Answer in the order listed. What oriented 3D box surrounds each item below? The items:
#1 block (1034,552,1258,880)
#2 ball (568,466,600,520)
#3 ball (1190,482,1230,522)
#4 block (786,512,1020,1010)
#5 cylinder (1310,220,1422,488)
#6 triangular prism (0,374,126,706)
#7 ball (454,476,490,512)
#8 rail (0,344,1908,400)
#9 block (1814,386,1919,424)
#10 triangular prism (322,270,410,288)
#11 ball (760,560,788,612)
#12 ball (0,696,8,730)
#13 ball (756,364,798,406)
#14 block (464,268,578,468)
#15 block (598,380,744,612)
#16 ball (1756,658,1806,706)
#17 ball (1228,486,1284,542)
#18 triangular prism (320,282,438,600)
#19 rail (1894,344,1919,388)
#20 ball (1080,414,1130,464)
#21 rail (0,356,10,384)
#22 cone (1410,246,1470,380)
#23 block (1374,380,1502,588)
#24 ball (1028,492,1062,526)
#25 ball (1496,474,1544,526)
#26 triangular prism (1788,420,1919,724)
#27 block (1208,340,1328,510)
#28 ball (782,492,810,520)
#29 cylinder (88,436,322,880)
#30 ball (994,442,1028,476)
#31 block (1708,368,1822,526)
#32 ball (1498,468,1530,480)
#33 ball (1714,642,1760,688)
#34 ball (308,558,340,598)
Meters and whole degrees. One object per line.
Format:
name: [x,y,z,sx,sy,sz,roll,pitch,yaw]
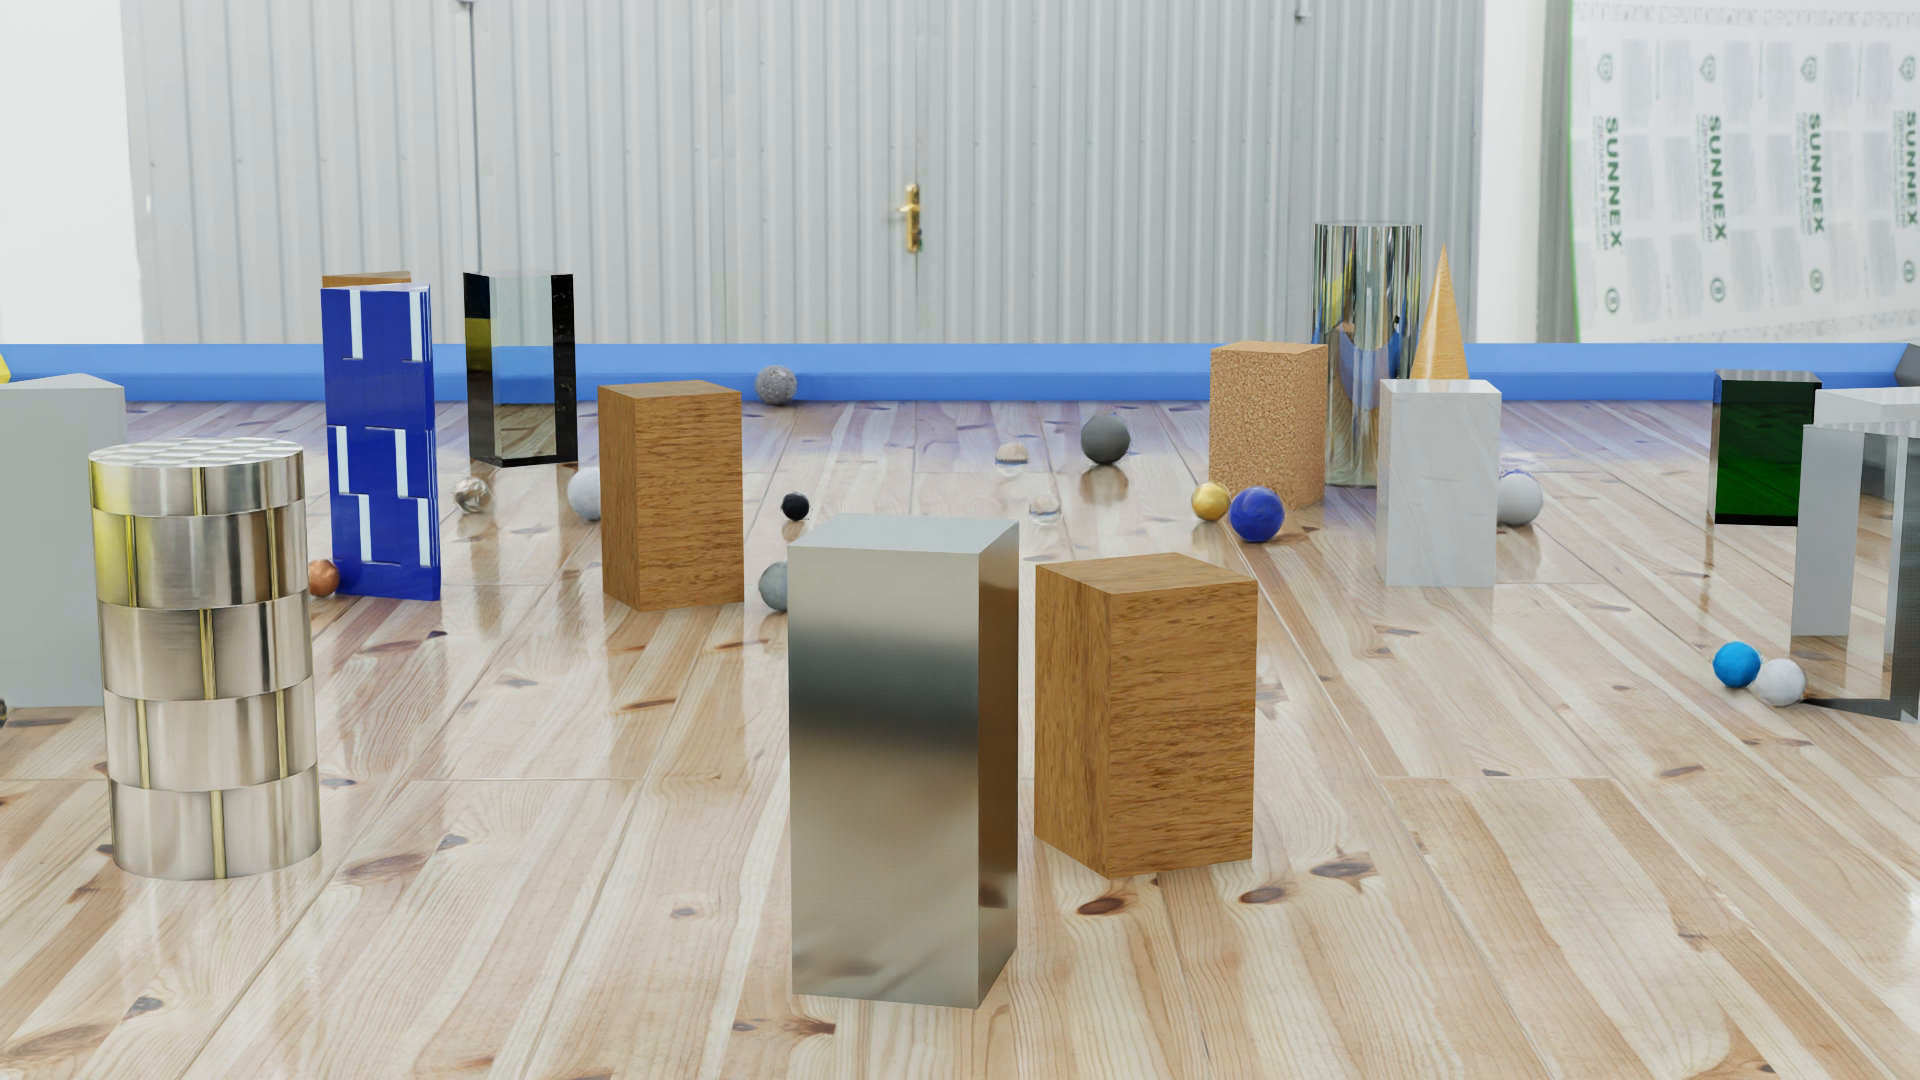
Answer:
block: [0.171,0.159,2.388,0.151,0.263,0.151,-5,12,-24]
ball: [-0.589,-0.075,4.128,0.086,0.086,0.086,0,11,0]
ball: [0.402,-0.061,4.114,0.063,0.063,0.063,0,11,0]
block: [-0.042,0.171,2.054,0.151,0.361,0.151,2,11,13]
cylinder: [0.706,-0.327,4.483,0.188,0.451,0.188,0,11,0]
triangular prism: [-1.027,-0.003,2.976,0.163,0.366,0.141,-1,11,-4]
ball: [-0.797,-0.074,4.192,0.059,0.059,0.059,0,11,0]
rail: [-0.012,-0.361,5.555,4.154,0.122,0.045,0,11,0]
block: [1.196,-0.032,3.288,0.151,0.309,0.151,-2,11,-12]
triangular prism: [-0.969,-0.266,4.365,0.163,0.373,0.141,3,11,16]
ball: [-0.236,0.062,3.442,0.068,0.068,0.068,0,11,0]
ball: [-1.064,0.188,2.773,0.064,0.064,0.064,0,11,0]
ball: [-0.391,-0.331,5.493,0.088,0.088,0.088,0,11,0]
block: [-0.809,-0.319,4.728,0.151,0.345,0.151,-7,13,-33]
block: [-0.396,-0.064,3.512,0.151,0.288,0.151,-5,12,-27]
ball: [0.940,0.163,2.937,0.054,0.054,0.054,0,11,0]
ball: [0.456,-0.040,3.938,0.086,0.086,0.086,0,11,0]
triangular prism: [-0.769,-0.142,3.563,0.163,0.423,0.141,4,11,19]
rail: [2.053,0.029,3.461,0.045,0.122,4.331,0,11,0]
ball: [0.266,-0.185,4.697,0.092,0.092,0.092,0,11,0]
rail: [-2.053,0.034,3.438,0.045,0.122,4.331,0,11,0]
cone: [0.797,-0.278,4.260,0.188,0.435,0.188,0,11,0]
block: [0.679,-0.083,3.655,0.151,0.274,0.151,1,11,3]
ball: [0.135,-0.049,4.075,0.053,0.053,0.053,0,11,0]
ball: [0.884,-0.065,4.077,0.083,0.083,0.083,0,11,0]
triangular prism: [1.064,0.029,2.932,0.141,0.320,0.163,-10,15,-44]
block: [0.516,-0.194,4.292,0.151,0.259,0.151,5,12,27]
ball: [-0.264,-0.054,4.120,0.046,0.046,0.046,0,11,0]
cylinder: [-0.695,0.105,2.369,0.188,0.377,0.188,0,11,0]
ball: [0.092,-0.143,4.559,0.061,0.061,0.061,0,11,0]
block: [1.293,-0.150,4.130,0.151,0.231,0.151,2,11,11]
ball: [0.901,-0.079,4.178,0.074,0.074,0.074,0,11,0]
ball: [0.916,0.147,3.023,0.054,0.054,0.054,0,11,0]
ball: [-0.880,0.053,3.530,0.053,0.053,0.053,0,11,0]
